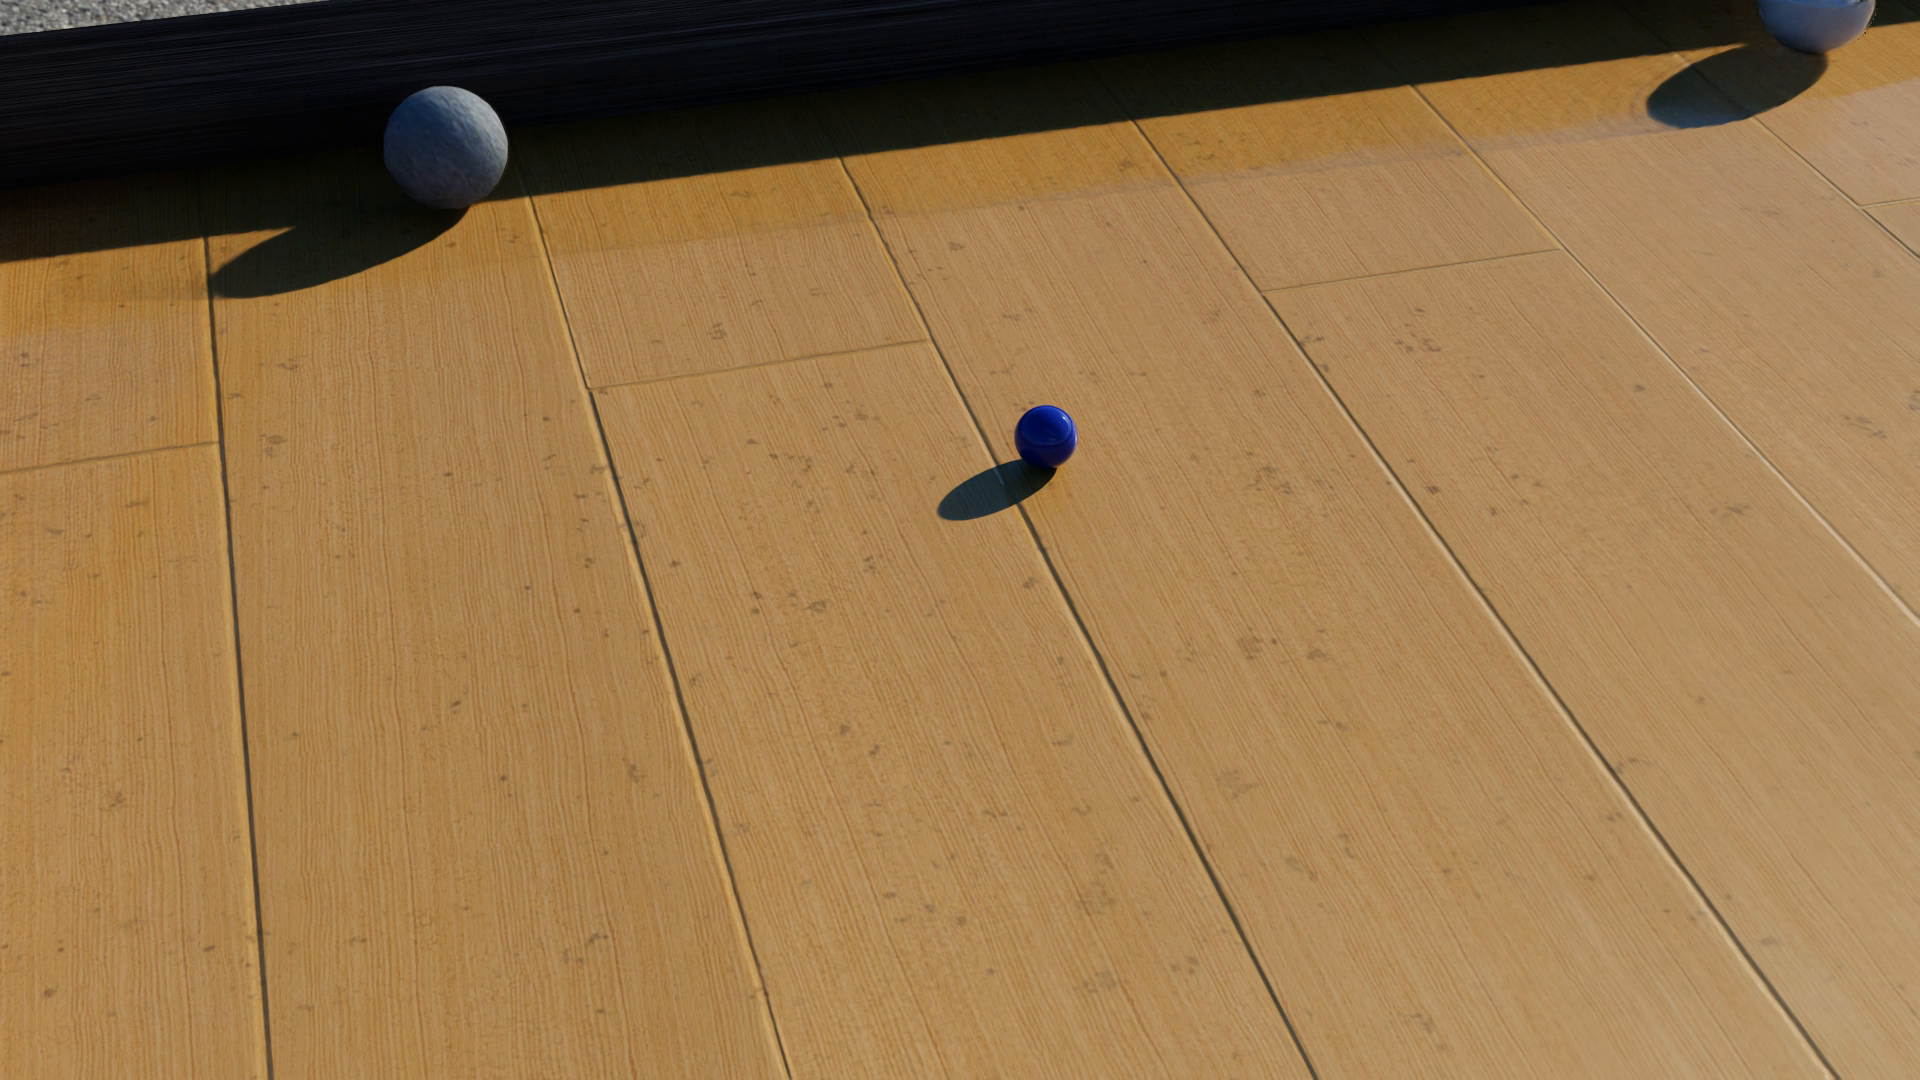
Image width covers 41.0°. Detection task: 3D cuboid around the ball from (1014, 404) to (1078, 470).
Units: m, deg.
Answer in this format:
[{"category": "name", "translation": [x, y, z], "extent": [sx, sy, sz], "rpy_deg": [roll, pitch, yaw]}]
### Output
[{"category": "ball", "translation": [0.057, -0.068, 1.705], "extent": [0.043, 0.043, 0.043], "rpy_deg": [0, 36, 0]}]

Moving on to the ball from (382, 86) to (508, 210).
[{"category": "ball", "translation": [-0.399, -0.304, 1.988], "extent": [0.095, 0.095, 0.095], "rpy_deg": [0, 36, 0]}]

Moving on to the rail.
[{"category": "rail", "translation": [0.479, -0.516, 2.255], "extent": [2.745, 0.127, 0.045], "rpy_deg": [-9, 37, -12]}]

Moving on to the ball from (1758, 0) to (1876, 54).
[{"category": "ball", "translation": [0.741, -0.470, 2.217], "extent": [0.098, 0.098, 0.098], "rpy_deg": [0, 36, 0]}]
